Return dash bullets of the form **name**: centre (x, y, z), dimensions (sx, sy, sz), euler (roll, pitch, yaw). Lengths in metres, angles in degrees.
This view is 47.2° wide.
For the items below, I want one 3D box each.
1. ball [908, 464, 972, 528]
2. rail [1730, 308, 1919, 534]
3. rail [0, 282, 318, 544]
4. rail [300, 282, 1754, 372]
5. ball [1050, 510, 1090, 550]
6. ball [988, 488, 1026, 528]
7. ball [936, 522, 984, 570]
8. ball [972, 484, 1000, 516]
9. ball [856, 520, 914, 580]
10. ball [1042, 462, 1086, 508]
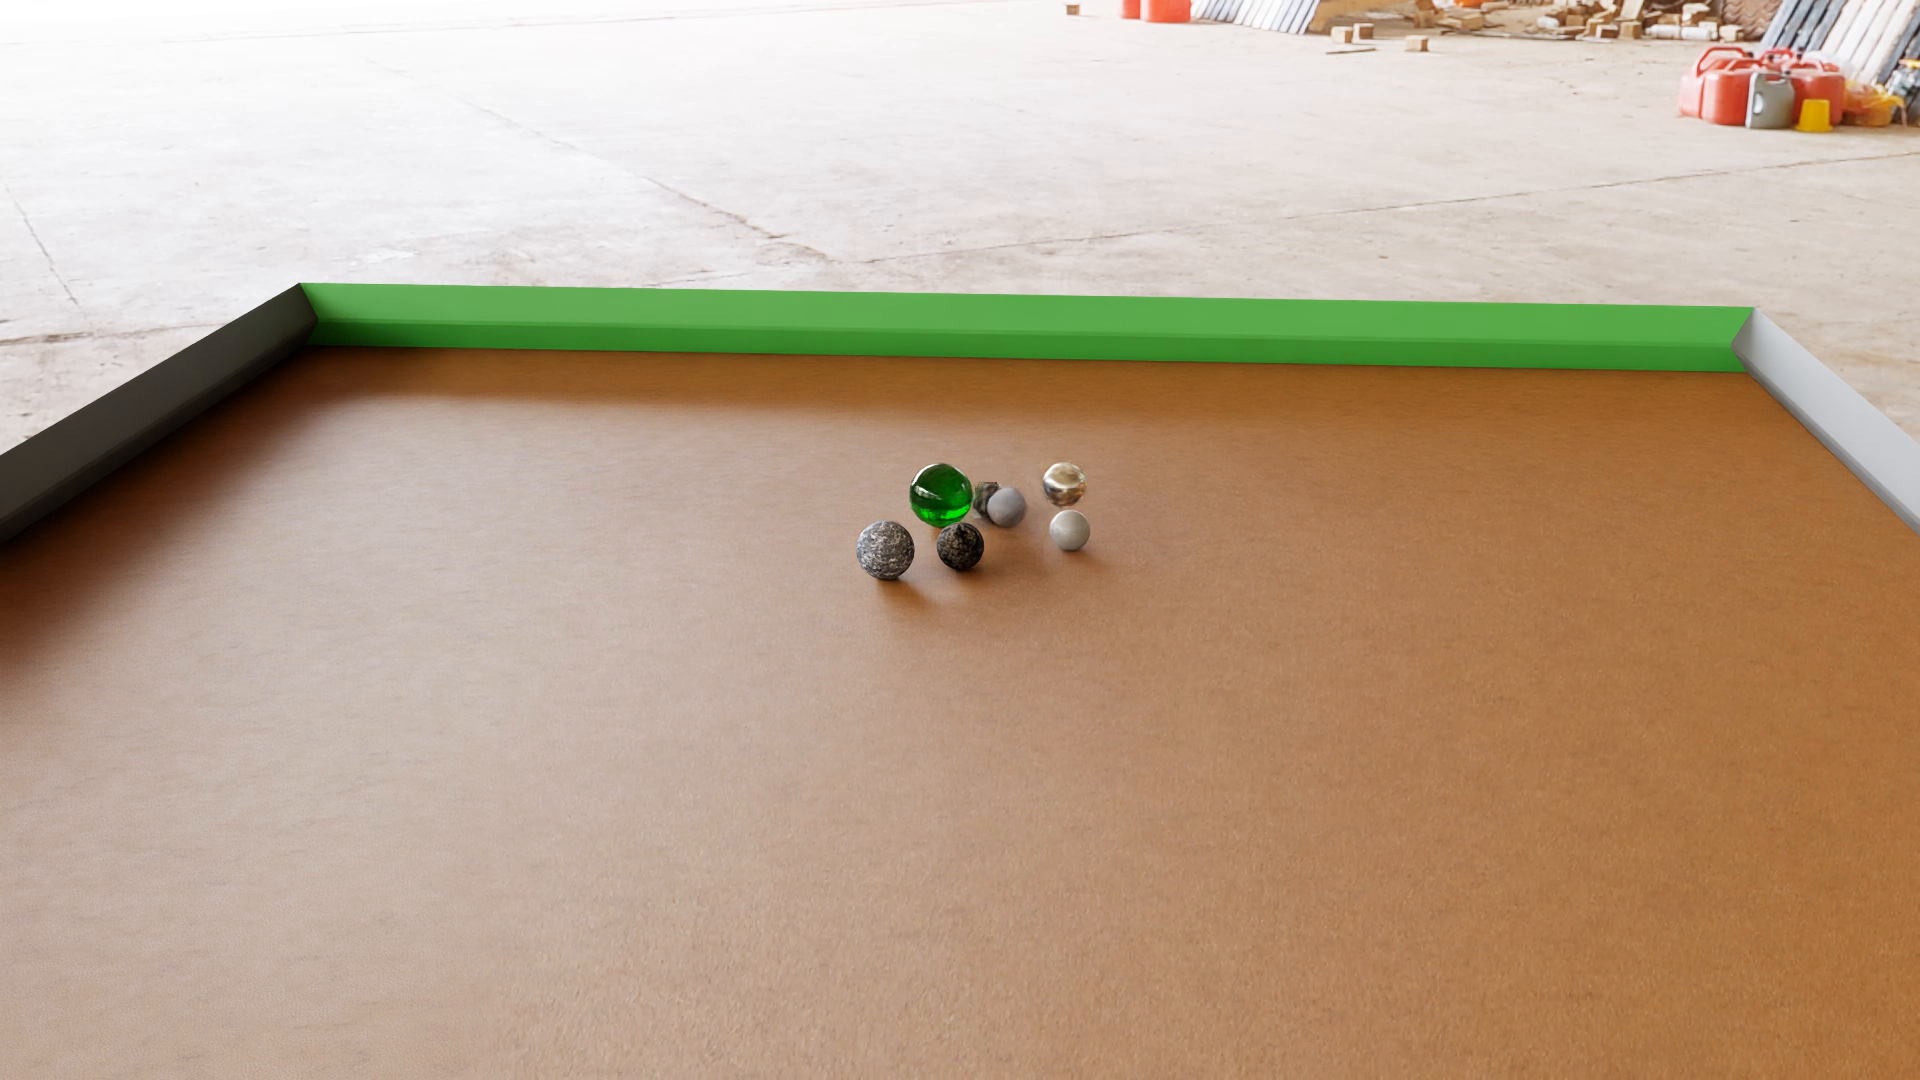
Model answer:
- **ball**: centre (-0.025, -0.058, 2.850), dimensions (0.083, 0.083, 0.083), euler (0, 19, 0)
- **rail**: centre (1.112, 0.343, 1.623), dimensions (0.045, 0.108, 4.212), euler (1, 19, 4)
- **rail**: centre (-1.277, 0.283, 1.801), dimensions (0.045, 0.108, 4.212), euler (1, 19, 4)
- **rail**: centre (0.081, -0.353, 3.678), dimensions (2.443, 0.108, 0.045), euler (1, 19, 4)
- **ball**: centre (0.138, -0.012, 2.763), dimensions (0.052, 0.052, 0.052), euler (0, 19, 0)
- **ball**: centre (0.061, -0.042, 2.852), dimensions (0.051, 0.051, 0.051), euler (0, 19, 0)
- **ball**: centre (0.001, 0.007, 2.695), dimensions (0.059, 0.059, 0.059), euler (0, 19, 0)
- **ball**: centre (0.037, -0.052, 2.895), dimensions (0.043, 0.043, 0.043), euler (0, 19, 0)
- **ball**: centre (-0.090, 0.012, 2.661), dimensions (0.071, 0.071, 0.071), euler (0, 19, 0)
- **ball**: centre (0.137, -0.072, 2.881), dimensions (0.059, 0.059, 0.059), euler (0, 19, 0)
